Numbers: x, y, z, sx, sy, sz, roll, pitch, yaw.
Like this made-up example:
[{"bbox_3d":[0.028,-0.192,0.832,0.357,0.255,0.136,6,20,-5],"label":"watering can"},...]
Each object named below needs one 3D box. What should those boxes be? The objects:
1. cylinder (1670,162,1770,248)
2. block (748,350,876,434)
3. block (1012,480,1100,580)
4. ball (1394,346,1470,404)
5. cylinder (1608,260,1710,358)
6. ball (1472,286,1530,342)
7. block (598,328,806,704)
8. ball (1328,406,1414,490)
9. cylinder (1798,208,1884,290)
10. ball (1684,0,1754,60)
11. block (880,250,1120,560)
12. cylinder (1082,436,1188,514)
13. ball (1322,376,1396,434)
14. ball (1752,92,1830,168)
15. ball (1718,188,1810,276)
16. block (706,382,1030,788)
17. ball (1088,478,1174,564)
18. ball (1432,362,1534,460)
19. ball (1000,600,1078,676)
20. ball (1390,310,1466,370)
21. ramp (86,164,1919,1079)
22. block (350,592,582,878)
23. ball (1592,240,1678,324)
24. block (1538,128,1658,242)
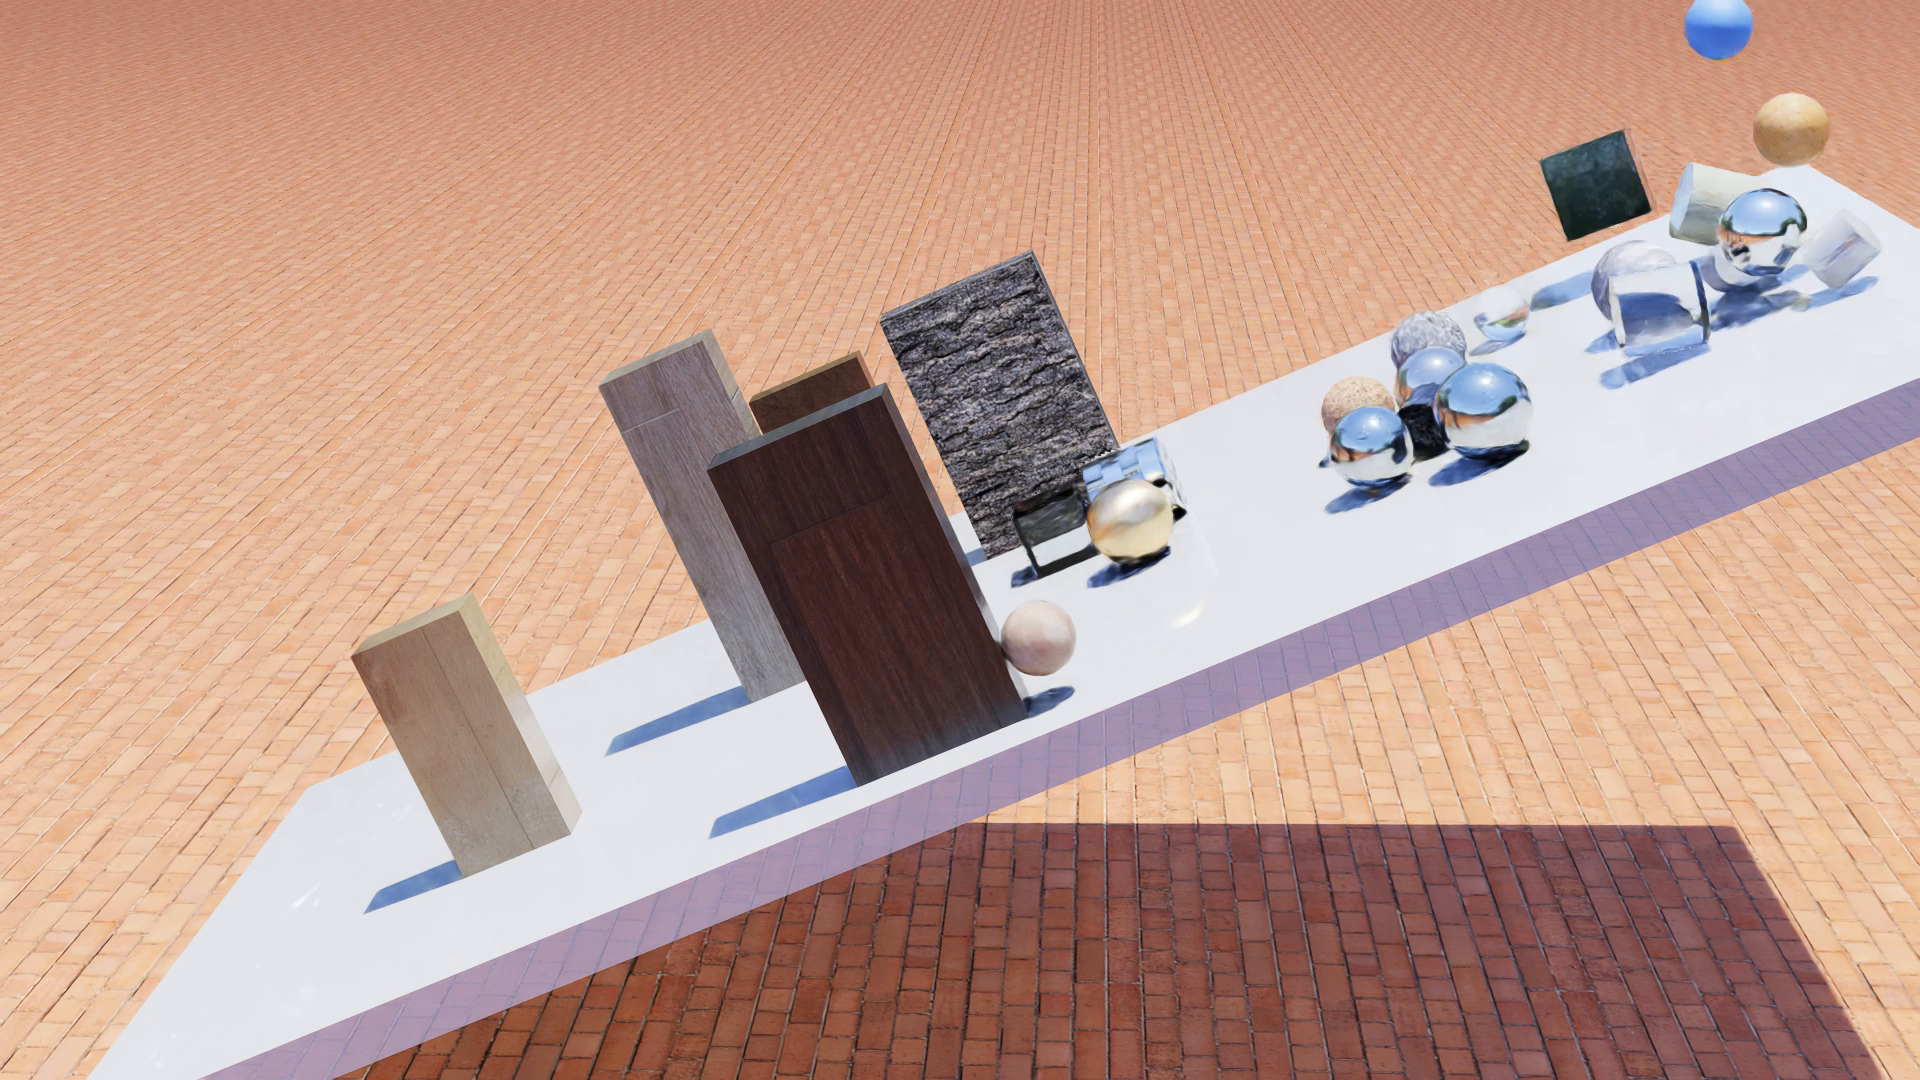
[{"bbox_3d":[1.623,-0.708,6.287,0.166,0.166,0.166,13,16,1],"label":"cylinder"},{"bbox_3d":[-0.271,-0.171,7.059,0.284,0.493,0.085,-23,13,8],"label":"block"},{"bbox_3d":[0.210,-0.023,6.369,0.143,0.143,0.143,-23,13,8],"label":"block"},{"bbox_3d":[0.979,-0.315,6.058,0.169,0.169,0.169,0,15,0],"label":"ball"},{"bbox_3d":[1.381,-0.455,5.814,0.165,0.165,0.165,-10,14,7],"label":"cylinder"},{"bbox_3d":[1.197,-0.502,6.511,0.125,0.125,0.125,0,15,0],"label":"ball"},{"bbox_3d":[-0.495,-0.050,6.359,0.247,0.768,0.142,-23,13,8],"label":"block"},{"bbox_3d":[0.816,-0.182,5.827,0.169,0.169,0.169,0,15,0],"label":"ball"},{"bbox_3d":[1.715,-0.565,5.726,0.114,0.114,0.114,33,30,-21],"label":"cylinder"},{"bbox_3d":[1.613,-1.093,6.253,0.143,0.143,0.143,0,15,0],"label":"ball"},{"bbox_3d":[0.113,-0.303,6.640,0.371,0.599,0.103,-23,13,8],"label":"block"},{"bbox_3d":[0.378,-0.114,6.351,0.174,0.174,0.174,-22,12,11],"label":"cylinder"},{"bbox_3d":[0.836,-0.268,6.172,0.154,0.154,0.154,0,15,0],"label":"ball"},{"bbox_3d":[1.679,-0.827,5.943,0.151,0.151,0.151,0,15,0],"label":"ball"},{"bbox_3d":[1.594,-0.611,5.838,0.176,0.176,0.176,0,15,0],"label":"ball"},{"bbox_3d":[-0.163,0.085,5.437,0.349,0.662,0.119,-23,13,8],"label":"block"},{"bbox_3d":[0.352,-0.038,6.083,0.179,0.179,0.179,0,15,0],"label":"ball"},{"bbox_3d":[1.011,-0.249,5.684,0.191,0.191,0.191,0,15,0],"label":"ball"},{"bbox_3d":[0.146,0.182,5.437,0.141,0.141,0.141,0,15,0],"label":"ball"},{"bbox_3d":[0.992,-0.406,6.232,0.160,0.160,0.160,0,15,0],"label":"ball"},{"bbox_3d":[0.132,0.170,6.284,4.000,0.100,2.000,-23,13,8],"label":"ramp"},{"bbox_3d":[-1.012,0.402,6.055,0.247,0.521,0.137,-23,13,8],"label":"block"},{"bbox_3d":[1.404,-0.529,6.100,0.185,0.185,0.185,0,15,0],"label":"ball"},{"bbox_3d":[1.439,-0.802,6.627,0.194,0.194,0.194,-19,3,19],"label":"block"}]
